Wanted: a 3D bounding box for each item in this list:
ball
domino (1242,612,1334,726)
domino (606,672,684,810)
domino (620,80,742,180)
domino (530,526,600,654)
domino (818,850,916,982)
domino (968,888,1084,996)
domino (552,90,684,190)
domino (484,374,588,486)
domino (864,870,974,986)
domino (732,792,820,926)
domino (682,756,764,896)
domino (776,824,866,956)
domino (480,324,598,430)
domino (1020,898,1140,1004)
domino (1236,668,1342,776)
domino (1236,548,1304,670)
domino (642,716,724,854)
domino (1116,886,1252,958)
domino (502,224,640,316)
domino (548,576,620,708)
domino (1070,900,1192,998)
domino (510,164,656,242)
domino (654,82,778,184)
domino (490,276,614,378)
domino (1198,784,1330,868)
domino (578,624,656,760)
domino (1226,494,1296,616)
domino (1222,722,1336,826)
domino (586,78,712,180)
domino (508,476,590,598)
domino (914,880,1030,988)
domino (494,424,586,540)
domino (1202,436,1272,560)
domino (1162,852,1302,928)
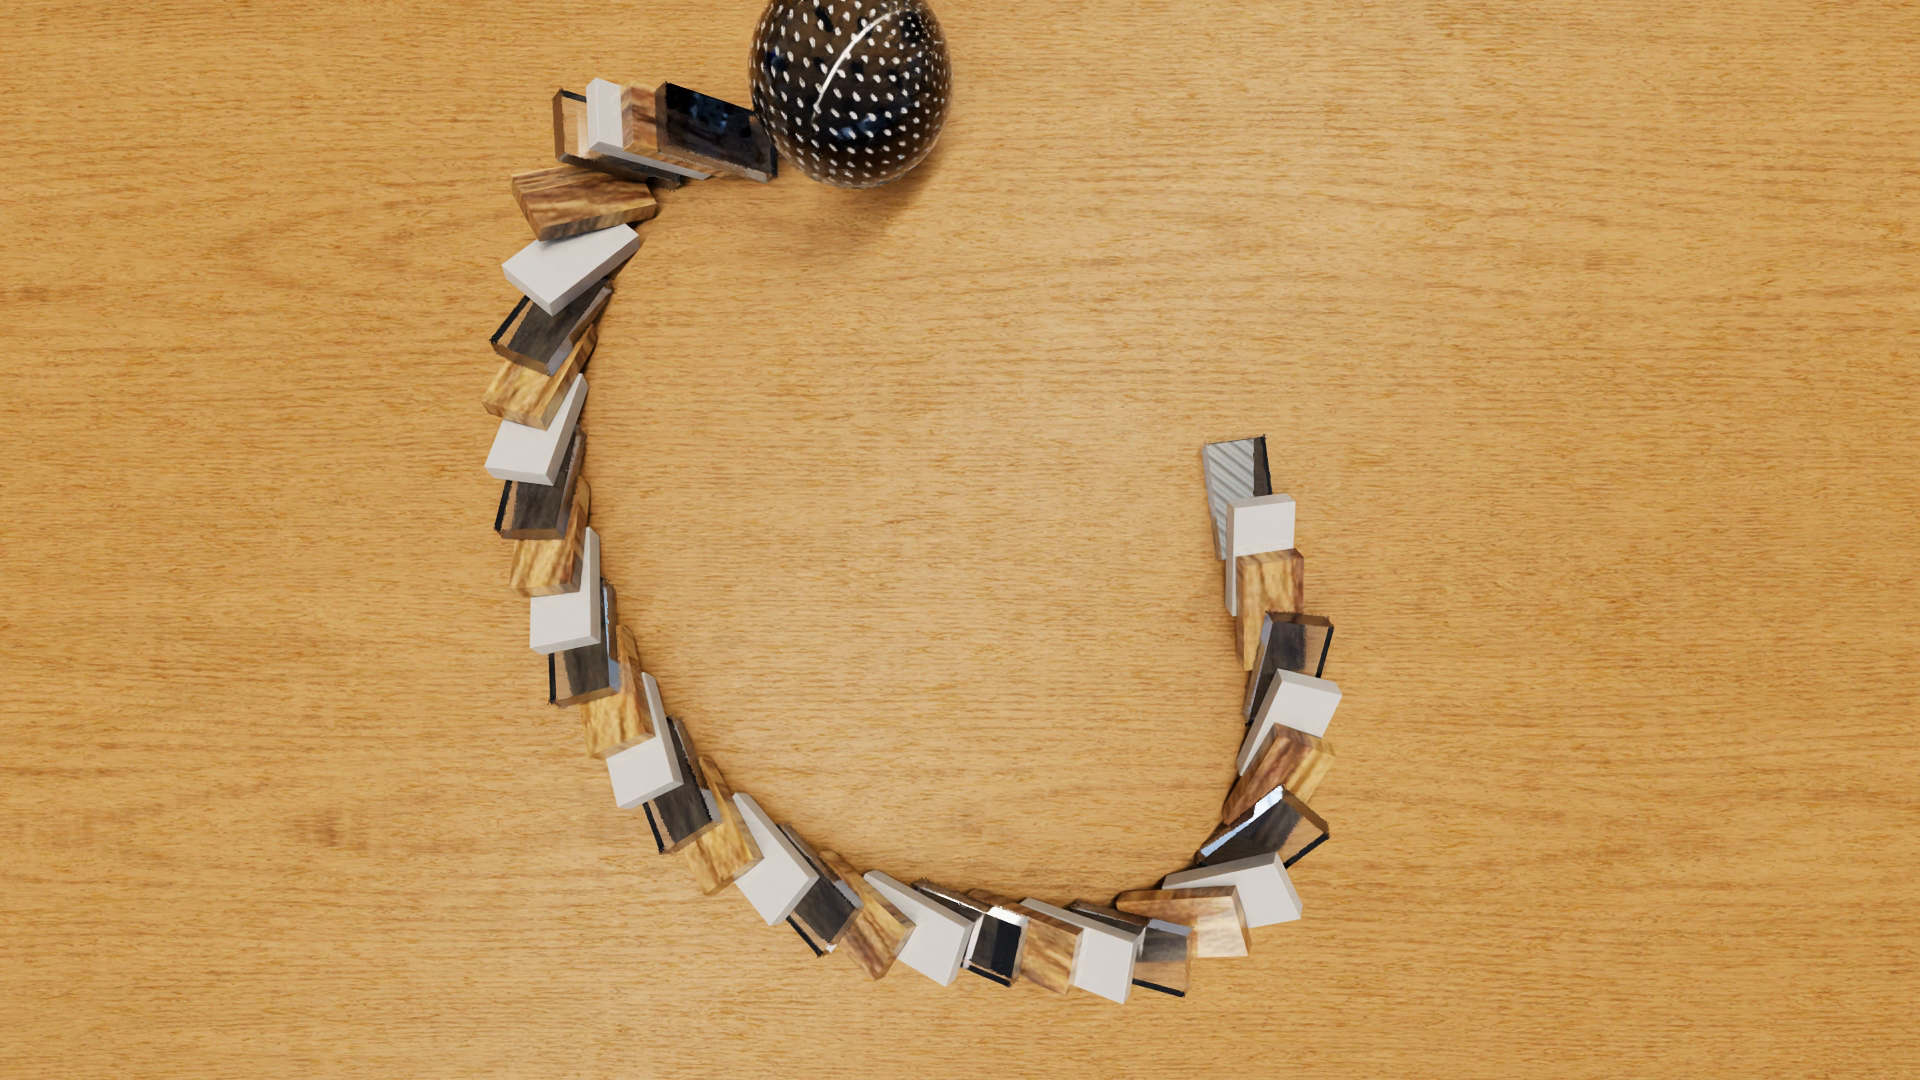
[{"bbox_3d":[-0.043,-0.181,0.360,0.080,0.080,0.080,0,90,0],"label":"ball"},{"bbox_3d":[0.137,0.055,0.386,0.025,0.009,0.050,5,114,0],"label":"domino"},{"bbox_3d":[-0.136,0.084,0.385,0.025,0.009,0.050,-25,65,0],"label":"domino"},{"bbox_3d":[-0.114,-0.168,0.379,0.050,0.009,0.025,-3,90,-44],"label":"domino"},{"bbox_3d":[-0.166,0.021,0.385,0.025,0.009,0.050,-12,65,0],"label":"domino"},{"bbox_3d":[-0.045,0.157,0.385,0.050,0.009,0.025,32,90,26],"label":"domino"},{"bbox_3d":[0.025,0.168,0.385,0.050,0.009,0.025,11,90,26],"label":"domino"},{"bbox_3d":[-0.141,-0.165,0.379,0.050,0.010,0.025,-3,90,-44],"label":"domino"},{"bbox_3d":[-0.177,-0.048,0.385,0.025,0.010,0.050,7,64,0],"label":"domino"},{"bbox_3d":[-0.021,0.162,0.385,0.050,0.010,0.025,18,90,26],"label":"domino"},{"bbox_3d":[-0.085,0.133,0.385,0.050,0.010,0.025,39,90,26],"label":"domino"},{"bbox_3d":[-0.106,0.120,0.385,0.025,0.010,0.050,-37,64,0],"label":"domino"},{"bbox_3d":[-0.066,0.146,0.385,0.050,0.009,0.025,37,90,26],"label":"domino"},{"bbox_3d":[-0.176,-0.072,0.385,0.025,0.009,0.050,16,64,0],"label":"domino"},{"bbox_3d":[0.048,0.171,0.385,0.050,0.009,0.025,9,90,27],"label":"domino"},{"bbox_3d":[0.137,0.080,0.385,0.025,0.009,0.050,14,116,0],"label":"domino"},{"bbox_3d":[0.130,0.030,0.385,0.025,0.009,0.050,-8,114,0],"label":"domino"},{"bbox_3d":[-0.121,0.102,0.385,0.025,0.010,0.050,-32,64,0],"label":"domino"},{"bbox_3d":[0.093,0.160,0.384,0.050,0.010,0.025,-16,90,28],"label":"domino"},{"bbox_3d":[-0.163,-0.119,0.385,0.025,0.009,0.050,39,65,0],"label":"domino"},{"bbox_3d":[-0.159,0.043,0.385,0.025,0.010,0.050,-14,64,0],"label":"domino"},{"bbox_3d":[0.071,0.171,0.384,0.050,0.009,0.025,3,91,27],"label":"domino"},{"bbox_3d":[-0.156,-0.143,0.382,0.050,0.010,0.025,-28,86,-33],"label":"domino"},{"bbox_3d":[-0.100,-0.168,0.379,0.050,0.009,0.025,-3,90,-44],"label":"domino"},{"bbox_3d":[-0.170,-0.095,0.385,0.025,0.010,0.050,23,64,0],"label":"domino"},{"bbox_3d":[0.126,0.128,0.385,0.025,0.009,0.050,39,117,0],"label":"domino"},{"bbox_3d":[-0.147,0.064,0.385,0.025,0.009,0.050,-23,65,0],"label":"domino"},{"bbox_3d":[0.126,0.007,0.385,0.025,0.010,0.050,-7,114,0],"label":"domino"},{"bbox_3d":[0.133,0.102,0.385,0.025,0.010,0.050,20,116,0],"label":"domino"},{"bbox_3d":[-0.127,-0.169,0.379,0.050,0.009,0.025,-2,90,-44],"label":"domino"},{"bbox_3d":[-0.172,-0.002,0.385,0.025,0.009,0.050,-5,65,0],"label":"domino"},{"bbox_3d":[0.002,0.165,0.385,0.050,0.010,0.025,11,90,25],"label":"domino"},{"bbox_3d":[-0.176,-0.025,0.385,0.025,0.010,0.050,1,64,0],"label":"domino"},{"bbox_3d":[0.121,-0.018,0.395,0.025,0.010,0.050,-8,90,0],"label":"domino"},{"bbox_3d":[0.113,0.149,0.384,0.050,0.010,0.025,-25,92,29],"label":"domino"}]
